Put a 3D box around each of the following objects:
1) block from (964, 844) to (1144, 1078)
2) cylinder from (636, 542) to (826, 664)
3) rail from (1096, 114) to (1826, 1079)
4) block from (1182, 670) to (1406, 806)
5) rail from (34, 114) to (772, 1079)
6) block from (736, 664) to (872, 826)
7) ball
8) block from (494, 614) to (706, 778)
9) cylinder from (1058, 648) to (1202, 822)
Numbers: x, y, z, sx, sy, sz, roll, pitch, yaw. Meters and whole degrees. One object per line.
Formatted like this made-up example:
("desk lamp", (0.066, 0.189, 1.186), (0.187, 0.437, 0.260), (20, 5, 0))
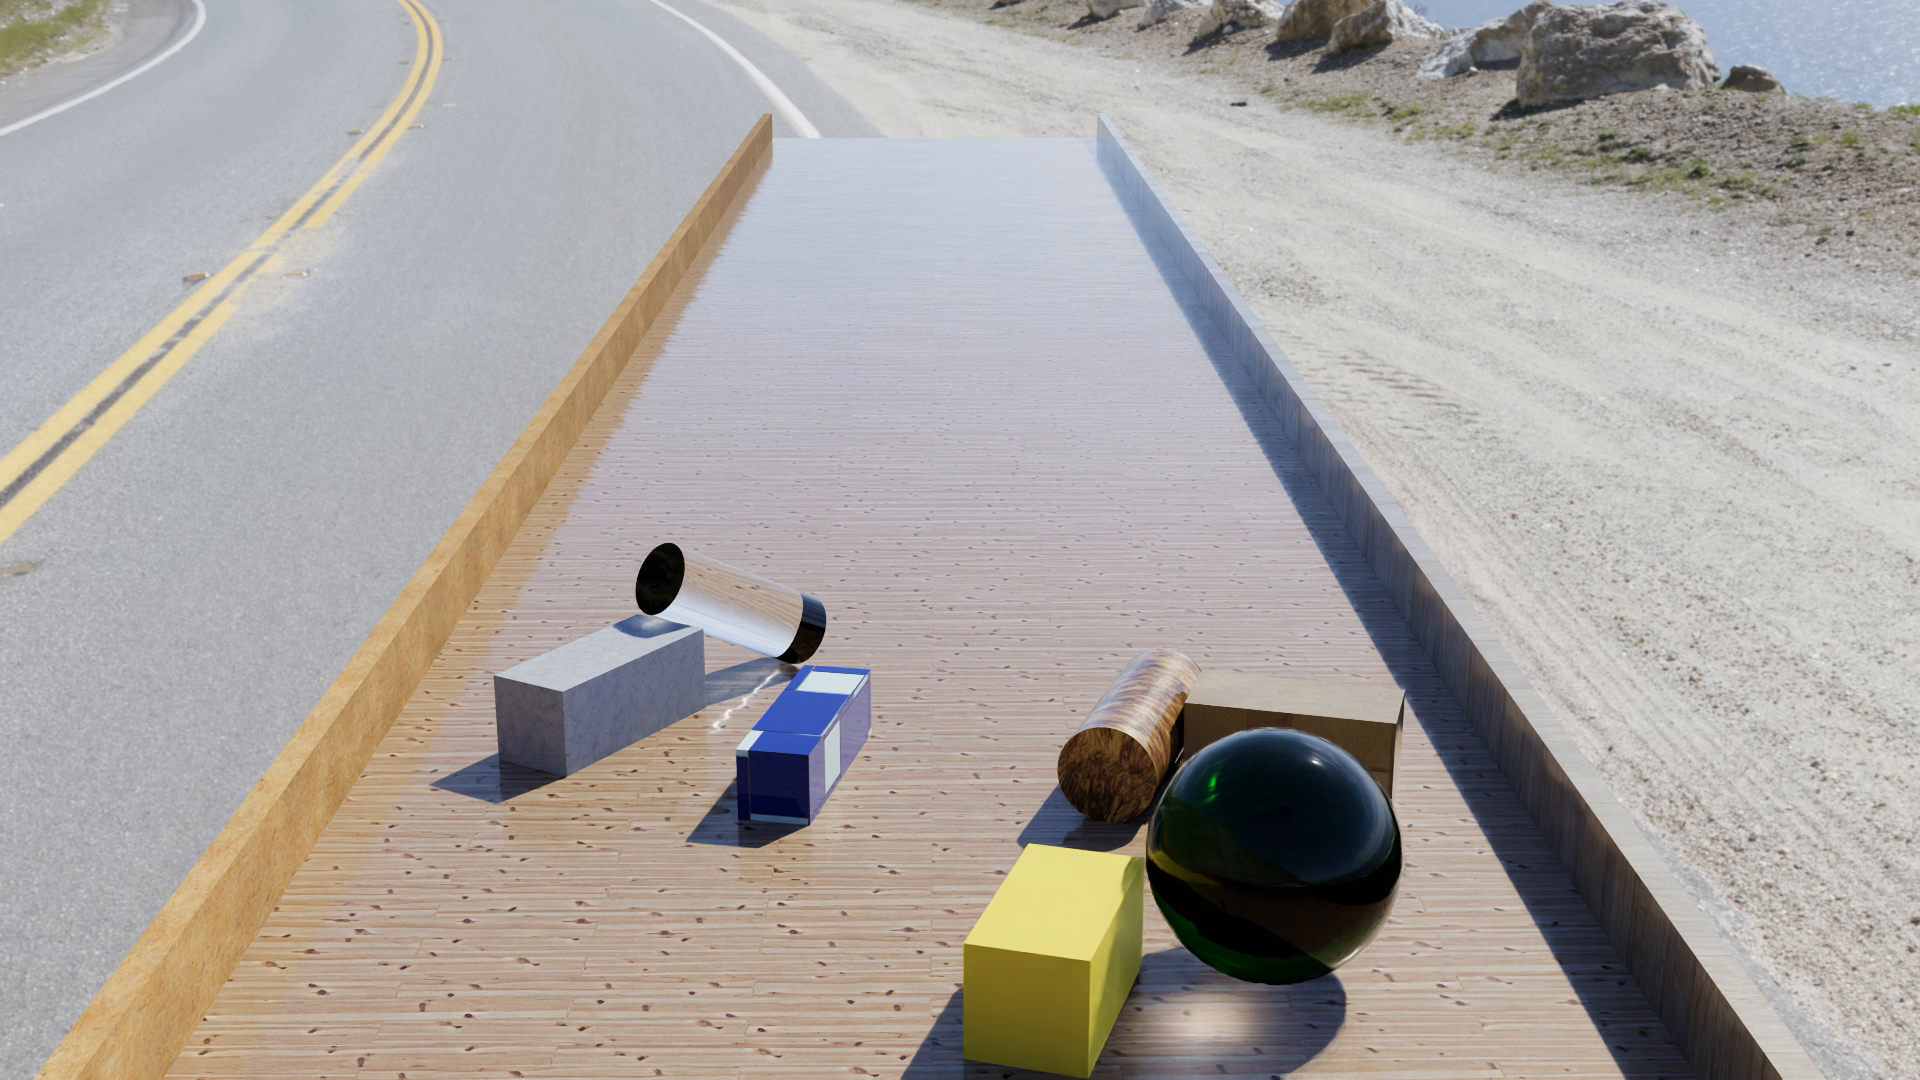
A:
("block", (0.133, 0.569, 3.015), (0.170, 0.170, 0.326), (5, 17, 16))
("cylinder", (-0.442, 0.127, 4.276), (0.370, 0.143, 0.143), (23, -3, -43))
("rail", (0.932, -0.844, 7.801), (0.050, 0.150, 12.000), (0, 17, -1))
("block", (0.573, 0.346, 3.774), (0.353, 0.166, 0.166), (5, 17, 15))
("rail", (-1.118, -0.838, 7.780), (0.050, 0.150, 12.000), (0, 17, -1))
("block", (-0.266, 0.350, 3.831), (0.125, 0.125, 0.419), (3, 17, 11))
("ball", (0.442, 0.445, 3.101), (0.360, 0.360, 0.360), (0, 17, 0))
("block", (-0.650, 0.278, 4.015), (0.159, 0.159, 0.396), (10, 19, 30))
("cylinder", (0.306, 0.333, 3.811), (0.169, 0.169, 0.409), (5, 17, 18))
